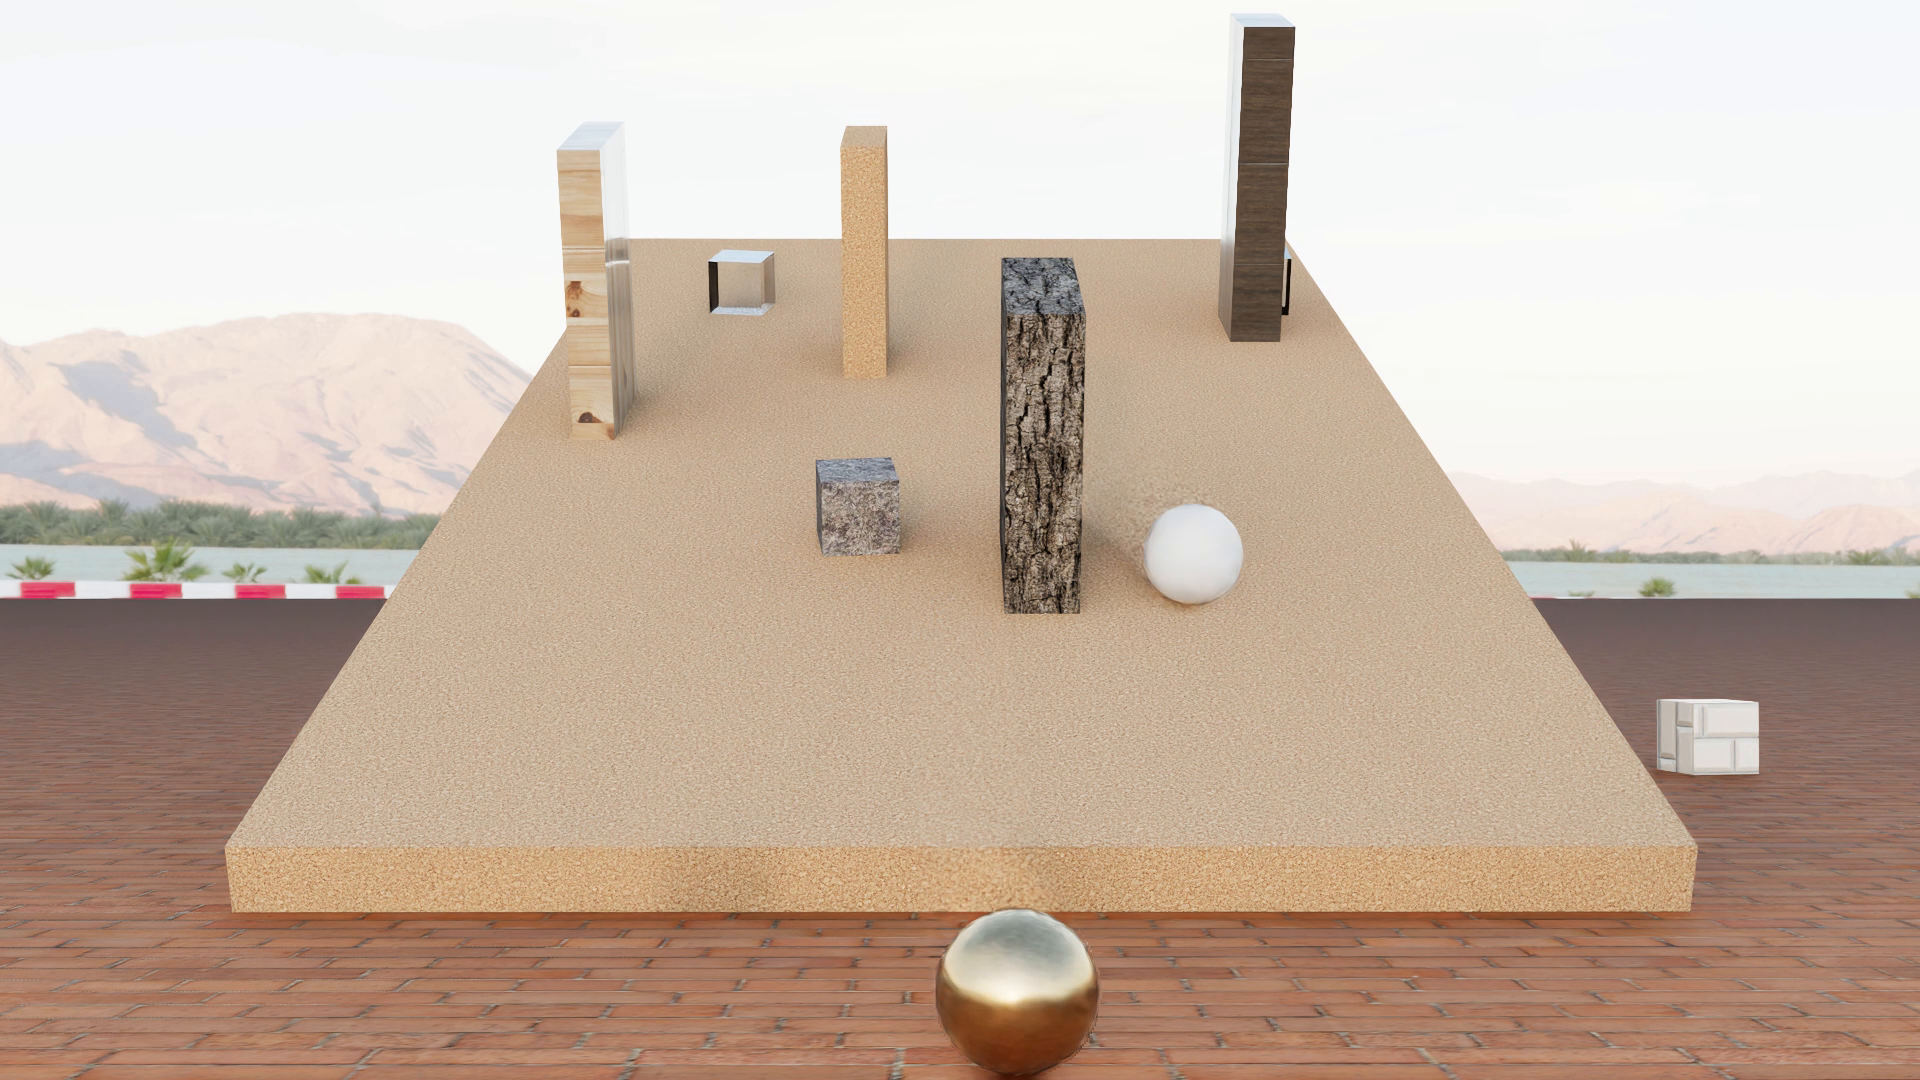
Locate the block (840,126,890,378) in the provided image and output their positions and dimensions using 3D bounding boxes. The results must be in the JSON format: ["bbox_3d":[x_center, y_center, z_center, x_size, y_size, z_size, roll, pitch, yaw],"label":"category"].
[{"bbox_3d":[-0.224,-0.690,5.381,0.100,0.545,0.306,0,19,0],"label":"block"}]

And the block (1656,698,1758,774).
[{"bbox_3d":[1.828,0.480,5.522,0.172,0.172,0.172,0,-1,-12],"label":"block"}]

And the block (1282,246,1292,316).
[{"bbox_3d":[0.790,-0.687,5.971,0.151,0.151,0.151,1,19,2],"label":"block"}]

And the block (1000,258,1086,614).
[{"bbox_3d":[0.141,-0.194,4.002,0.130,0.528,0.435,0,19,0],"label":"block"}]

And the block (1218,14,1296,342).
[{"bbox_3d":[0.740,-0.909,5.661,0.125,0.775,0.285,0,19,0],"label":"block"}]

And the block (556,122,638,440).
[{"bbox_3d":[-0.787,-0.571,4.923,0.089,0.623,0.372,0,19,0],"label":"block"}]

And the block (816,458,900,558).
[{"bbox_3d":[-0.191,-0.062,4.206,0.143,0.143,0.143,-3,20,-7],"label":"block"}]

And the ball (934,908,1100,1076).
[{"bbox_3d":[0.052,0.411,2.059,0.150,0.150,0.150,0,-1,0],"label":"ball"}]

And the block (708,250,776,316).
[{"bbox_3d":[-0.575,-0.680,5.962,0.140,0.140,0.140,4,20,10],"label":"block"}]

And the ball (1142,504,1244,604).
[{"bbox_3d":[0.404,0.025,3.915,0.174,0.174,0.174,0,-1,0],"label":"ball"}]

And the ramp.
[{"bbox_3d":[-0.005,-0.202,4.967,2.000,0.100,4.000,0,19,0],"label":"ramp"}]
